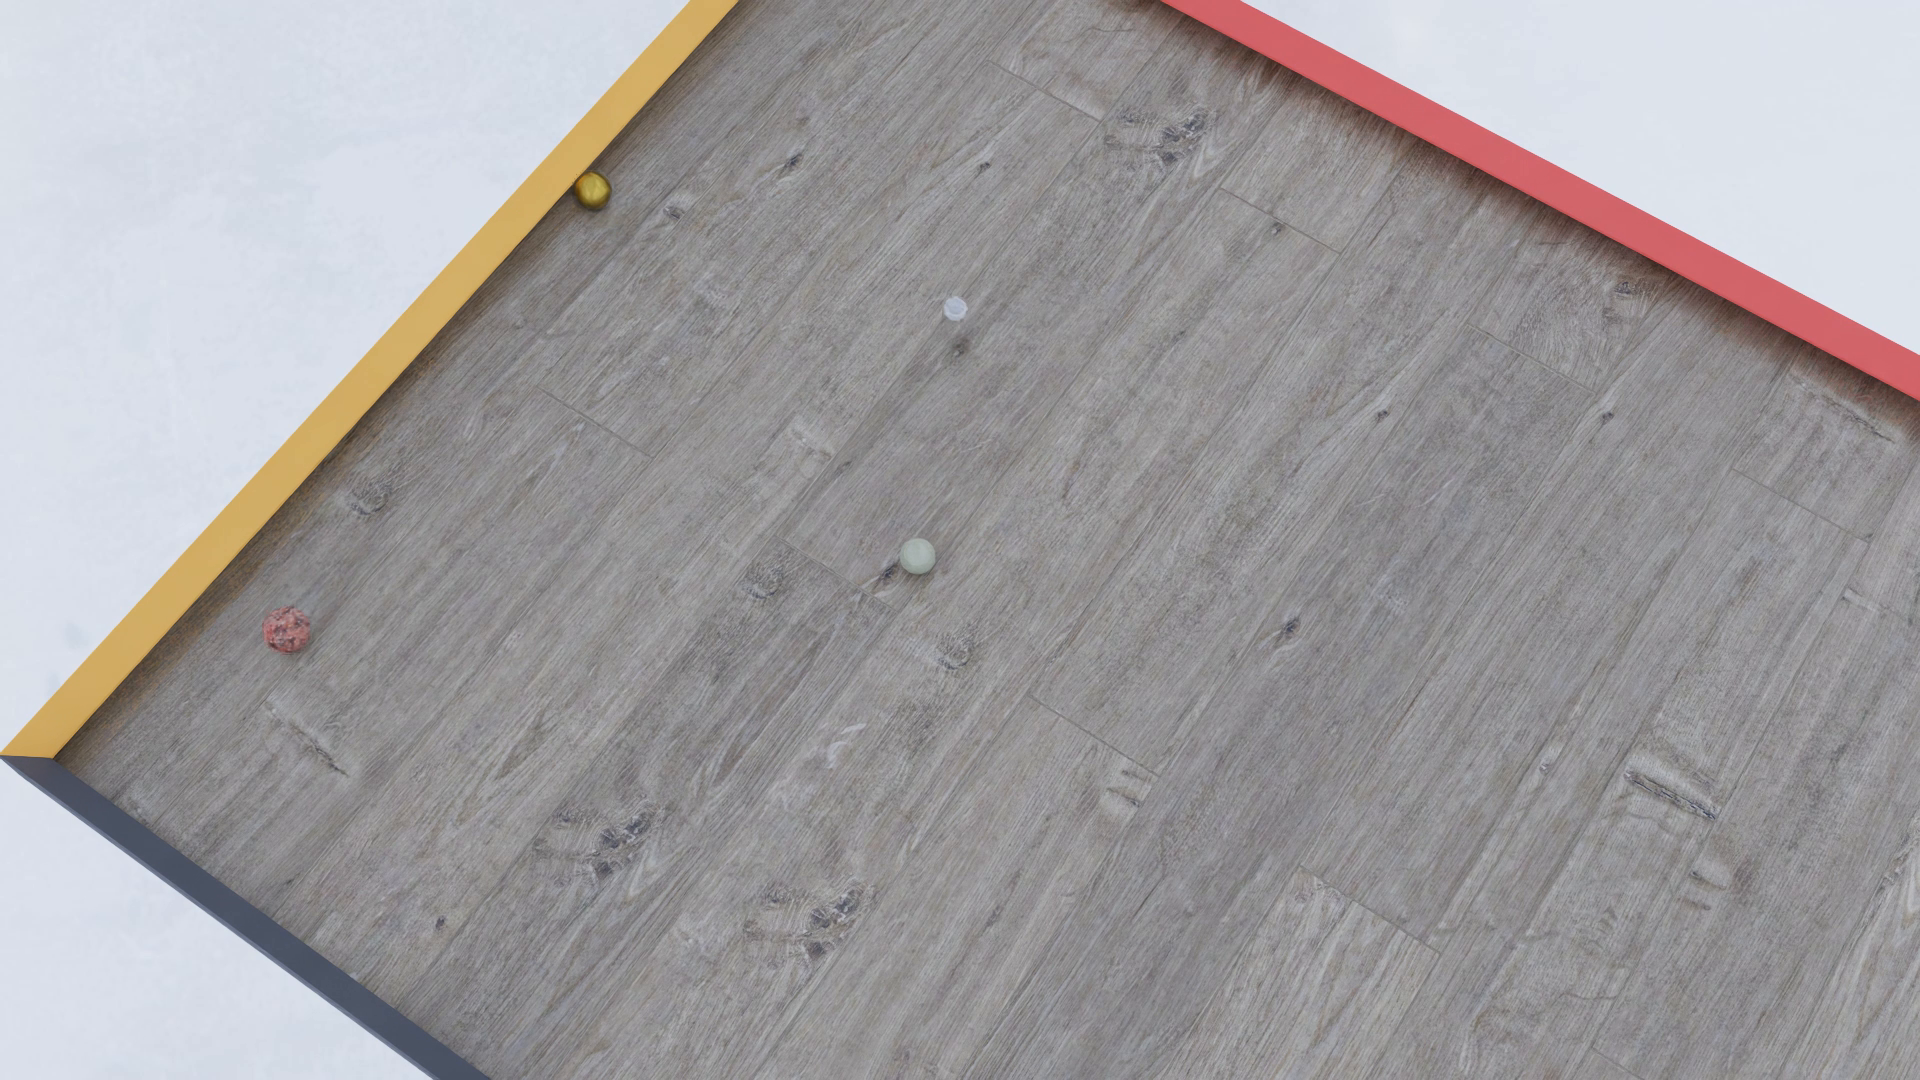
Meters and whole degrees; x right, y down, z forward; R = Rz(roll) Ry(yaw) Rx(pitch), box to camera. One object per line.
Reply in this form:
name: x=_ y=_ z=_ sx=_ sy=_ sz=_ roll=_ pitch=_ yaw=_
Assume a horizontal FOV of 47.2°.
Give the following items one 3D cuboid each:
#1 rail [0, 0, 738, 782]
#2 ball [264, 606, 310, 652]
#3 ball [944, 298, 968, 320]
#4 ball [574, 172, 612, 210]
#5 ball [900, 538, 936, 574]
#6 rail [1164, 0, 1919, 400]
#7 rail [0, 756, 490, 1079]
rail: x=-0.803 y=-0.501 z=3.804 sx=0.045 sy=0.094 sz=2.309 roll=32 pitch=69 yaw=14
ball: x=-1.074 y=0.143 z=3.511 sx=0.073 sy=0.073 sz=0.073 roll=0 pitch=65 yaw=0
ball: x=-0.008 y=-0.397 z=3.786 sx=0.040 sy=0.040 sz=0.040 roll=0 pitch=65 yaw=0
ball: x=-0.647 y=-0.616 z=3.876 sx=0.066 sy=0.066 sz=0.066 roll=0 pitch=65 yaw=0
ball: x=-0.069 y=0.026 z=3.574 sx=0.059 sy=0.059 sz=0.059 roll=0 pitch=65 yaw=0
rail: x=1.458 y=-0.349 z=3.732 sx=3.978 sy=0.094 sz=0.045 roll=32 pitch=69 yaw=14
rail: x=0.188 y=1.341 z=2.929 sx=3.978 sy=0.094 sz=0.045 roll=32 pitch=69 yaw=14
